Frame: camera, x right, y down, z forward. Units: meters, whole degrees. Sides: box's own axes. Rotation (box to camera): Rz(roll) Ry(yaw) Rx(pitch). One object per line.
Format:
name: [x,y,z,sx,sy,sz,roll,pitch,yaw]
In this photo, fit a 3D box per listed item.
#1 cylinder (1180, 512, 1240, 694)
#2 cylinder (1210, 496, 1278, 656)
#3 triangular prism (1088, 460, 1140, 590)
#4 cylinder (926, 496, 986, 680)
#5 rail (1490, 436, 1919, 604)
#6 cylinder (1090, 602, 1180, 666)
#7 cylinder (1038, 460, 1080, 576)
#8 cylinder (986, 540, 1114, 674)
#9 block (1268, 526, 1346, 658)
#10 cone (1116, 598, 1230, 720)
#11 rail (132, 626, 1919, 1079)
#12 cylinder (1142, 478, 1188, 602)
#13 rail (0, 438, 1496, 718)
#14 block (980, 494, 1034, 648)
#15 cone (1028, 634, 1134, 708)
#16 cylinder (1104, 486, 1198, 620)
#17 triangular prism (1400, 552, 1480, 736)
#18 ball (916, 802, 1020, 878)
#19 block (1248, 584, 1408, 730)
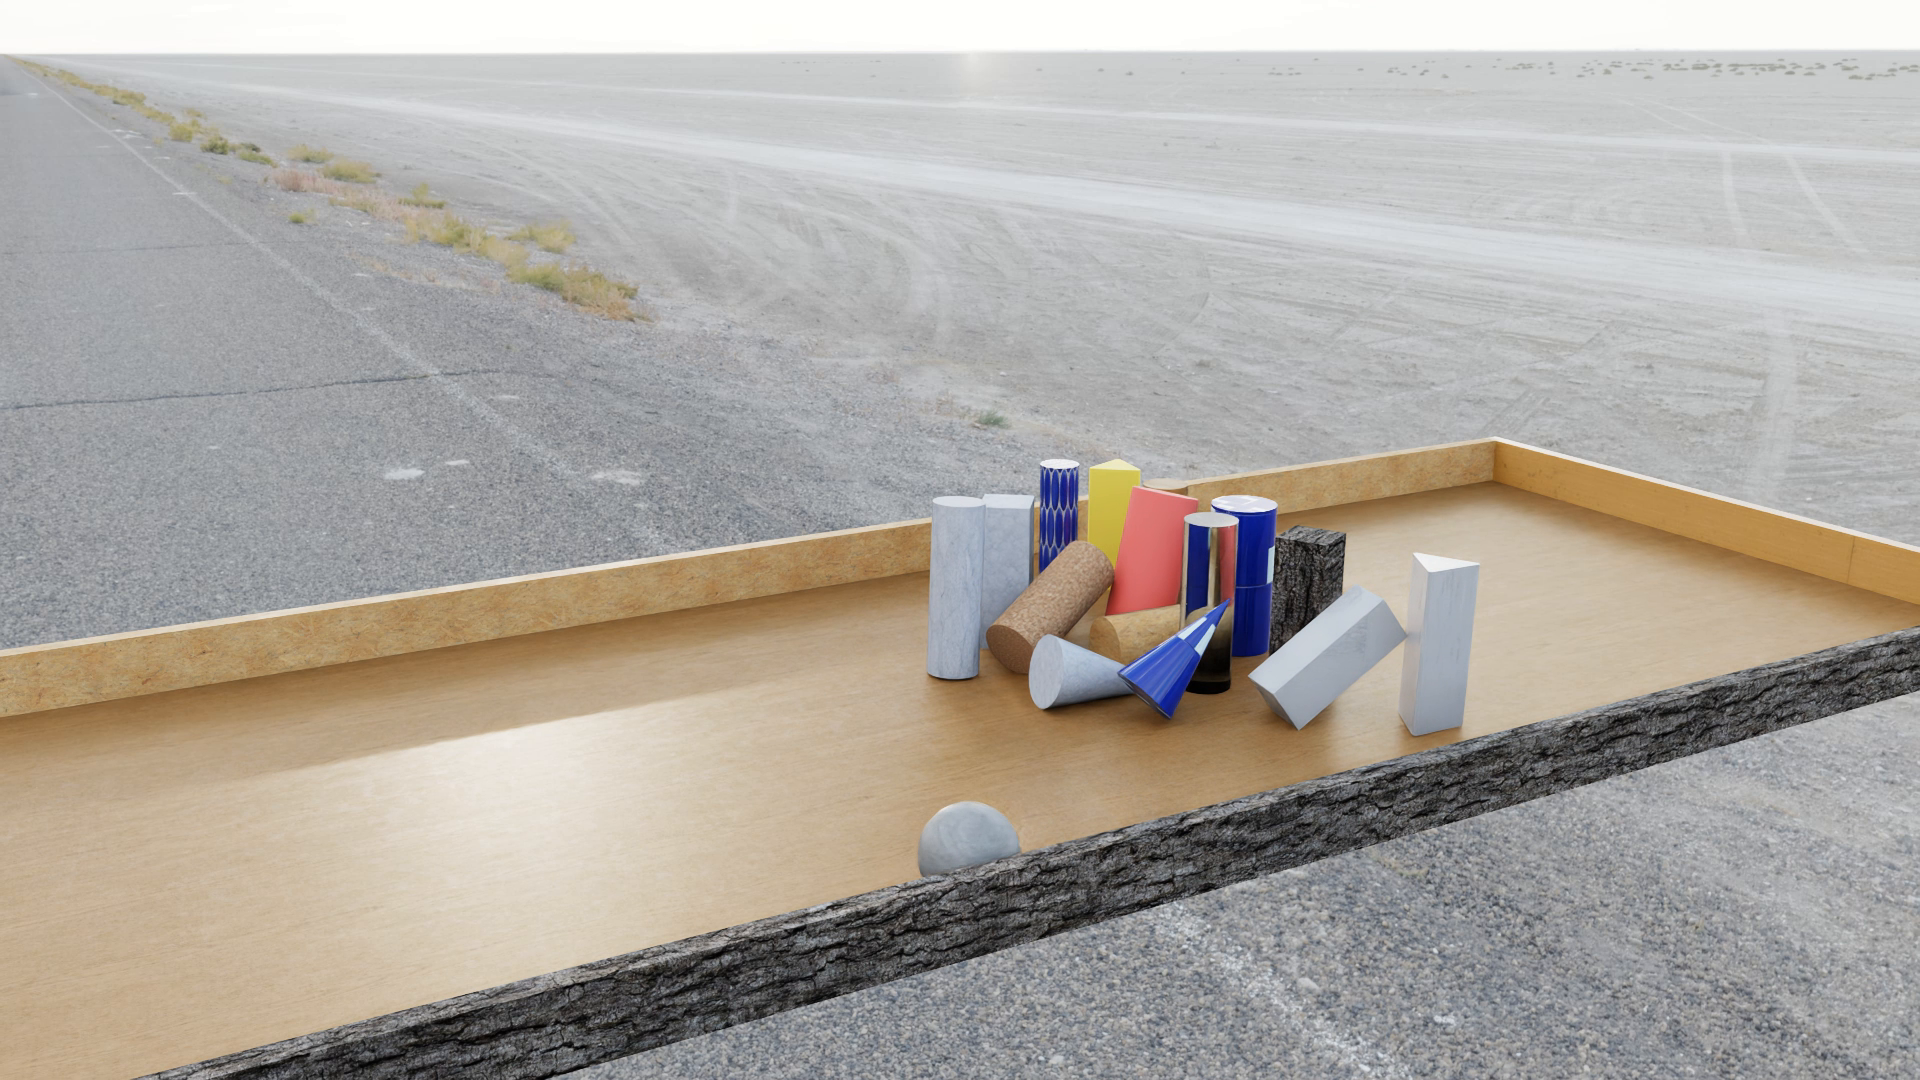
cylinder: [0.609,0.156,4.062,0.133,0.429,0.133,0,16,0]
cylinder: [0.739,0.094,4.341,0.170,0.392,0.170,0,16,0]
triangular prism: [0.457,-0.047,4.866,0.146,0.365,0.126,3,17,10]
cylinder: [-0.010,0.119,4.153,0.134,0.441,0.134,2,13,0]
rail: [2.466,-0.048,5.253,0.050,0.150,2.100,-9,18,-27]
cylinder: [0.503,0.253,4.210,0.307,0.160,0.160,-12,20,-20]
cylinder: [0.273,0.001,4.579,0.107,0.436,0.107,0,16,0]
cylinder: [0.237,0.171,4.267,0.157,0.157,0.369,13,43,37]
block: [0.860,0.171,4.095,0.131,0.382,0.131,11,19,32]
cone: [0.538,0.252,3.900,0.316,0.168,0.168,-47,29,-6]
rail: [-2.336,1.006,1.665,12.000,0.150,0.050,-9,18,-27]
cylinder: [0.566,0.026,4.596,0.123,0.377,0.123,0,16,0]
rail: [-3.305,0.497,3.399,12.000,0.150,0.050,-9,18,-27]
block: [0.123,0.085,4.376,0.133,0.389,0.133,2,17,8]
cone: [0.372,0.341,4.040,0.365,0.179,0.179,8,12,-24]
cylinder: [0.503,0.068,4.368,0.178,0.393,0.178,11,5,-1]
triangular prism: [1.087,0.237,3.842,0.150,0.396,0.130,-7,18,-27]
ball: [0.016,0.579,3.042,0.193,0.193,0.193,0,16,0]
block: [0.866,0.274,3.888,0.341,0.124,0.124,-40,24,-4]
